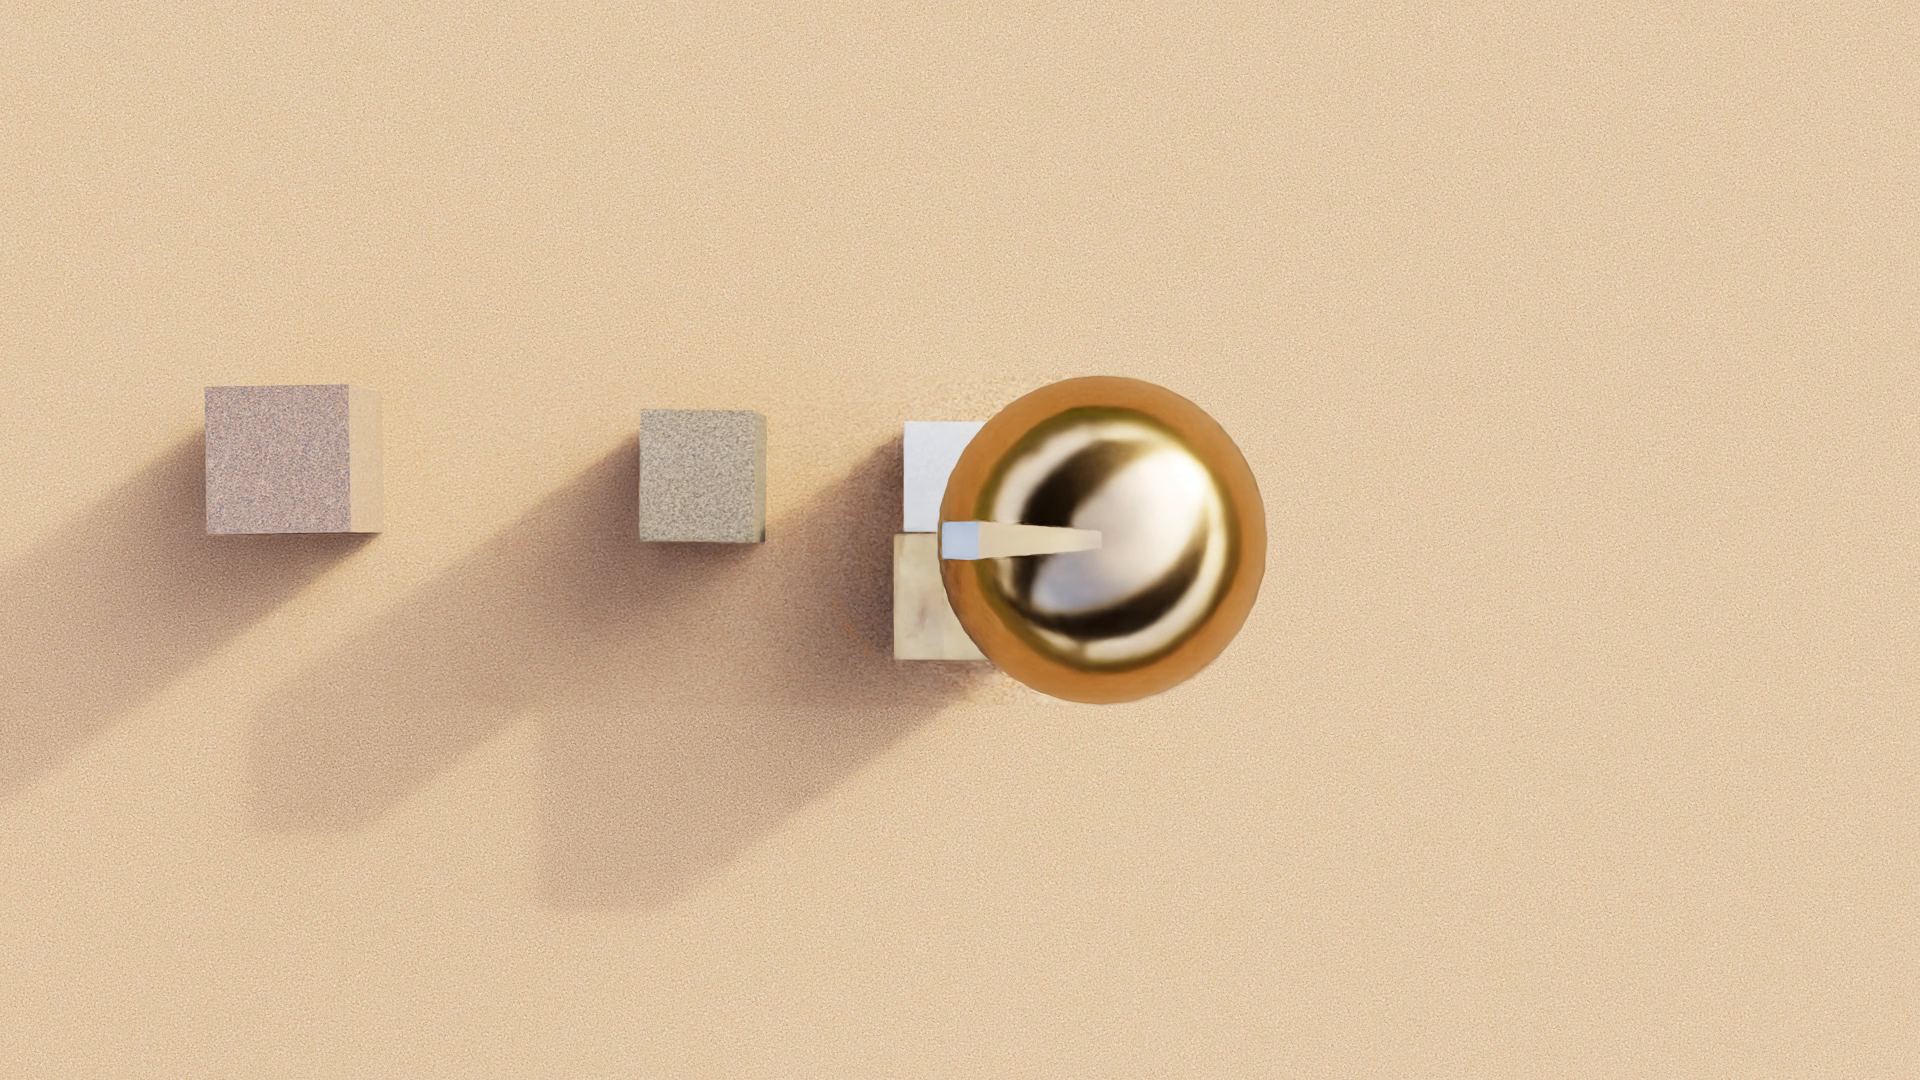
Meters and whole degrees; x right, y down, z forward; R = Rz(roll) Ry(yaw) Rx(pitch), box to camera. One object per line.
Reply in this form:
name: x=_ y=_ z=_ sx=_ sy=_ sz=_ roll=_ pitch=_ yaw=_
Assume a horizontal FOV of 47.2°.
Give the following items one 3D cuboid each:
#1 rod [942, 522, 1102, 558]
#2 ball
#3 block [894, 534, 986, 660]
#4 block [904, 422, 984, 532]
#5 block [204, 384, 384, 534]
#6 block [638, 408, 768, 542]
rod: x=0.297 y=0.000 z=7.275 sx=0.080 sy=5.200 sz=0.080 roll=0 pitch=90 yaw=7
ball: x=0.685 y=0.000 z=10.653 sx=1.600 sy=1.600 sz=1.600 roll=0 pitch=90 yaw=0
block: x=0.002 y=0.320 z=12.674 sx=0.740 sy=0.652 sz=0.704 roll=0 pitch=90 yaw=0
block: x=0.009 y=-0.354 z=12.666 sx=0.641 sy=0.669 sz=0.621 roll=0 pitch=90 yaw=0
block: x=-3.813 y=-0.451 z=12.643 sx=0.806 sy=0.713 sz=0.826 roll=-1 pitch=90 yaw=0
block: x=-1.465 y=-0.359 z=12.630 sx=0.640 sy=0.741 sz=0.735 roll=1 pitch=90 yaw=0
